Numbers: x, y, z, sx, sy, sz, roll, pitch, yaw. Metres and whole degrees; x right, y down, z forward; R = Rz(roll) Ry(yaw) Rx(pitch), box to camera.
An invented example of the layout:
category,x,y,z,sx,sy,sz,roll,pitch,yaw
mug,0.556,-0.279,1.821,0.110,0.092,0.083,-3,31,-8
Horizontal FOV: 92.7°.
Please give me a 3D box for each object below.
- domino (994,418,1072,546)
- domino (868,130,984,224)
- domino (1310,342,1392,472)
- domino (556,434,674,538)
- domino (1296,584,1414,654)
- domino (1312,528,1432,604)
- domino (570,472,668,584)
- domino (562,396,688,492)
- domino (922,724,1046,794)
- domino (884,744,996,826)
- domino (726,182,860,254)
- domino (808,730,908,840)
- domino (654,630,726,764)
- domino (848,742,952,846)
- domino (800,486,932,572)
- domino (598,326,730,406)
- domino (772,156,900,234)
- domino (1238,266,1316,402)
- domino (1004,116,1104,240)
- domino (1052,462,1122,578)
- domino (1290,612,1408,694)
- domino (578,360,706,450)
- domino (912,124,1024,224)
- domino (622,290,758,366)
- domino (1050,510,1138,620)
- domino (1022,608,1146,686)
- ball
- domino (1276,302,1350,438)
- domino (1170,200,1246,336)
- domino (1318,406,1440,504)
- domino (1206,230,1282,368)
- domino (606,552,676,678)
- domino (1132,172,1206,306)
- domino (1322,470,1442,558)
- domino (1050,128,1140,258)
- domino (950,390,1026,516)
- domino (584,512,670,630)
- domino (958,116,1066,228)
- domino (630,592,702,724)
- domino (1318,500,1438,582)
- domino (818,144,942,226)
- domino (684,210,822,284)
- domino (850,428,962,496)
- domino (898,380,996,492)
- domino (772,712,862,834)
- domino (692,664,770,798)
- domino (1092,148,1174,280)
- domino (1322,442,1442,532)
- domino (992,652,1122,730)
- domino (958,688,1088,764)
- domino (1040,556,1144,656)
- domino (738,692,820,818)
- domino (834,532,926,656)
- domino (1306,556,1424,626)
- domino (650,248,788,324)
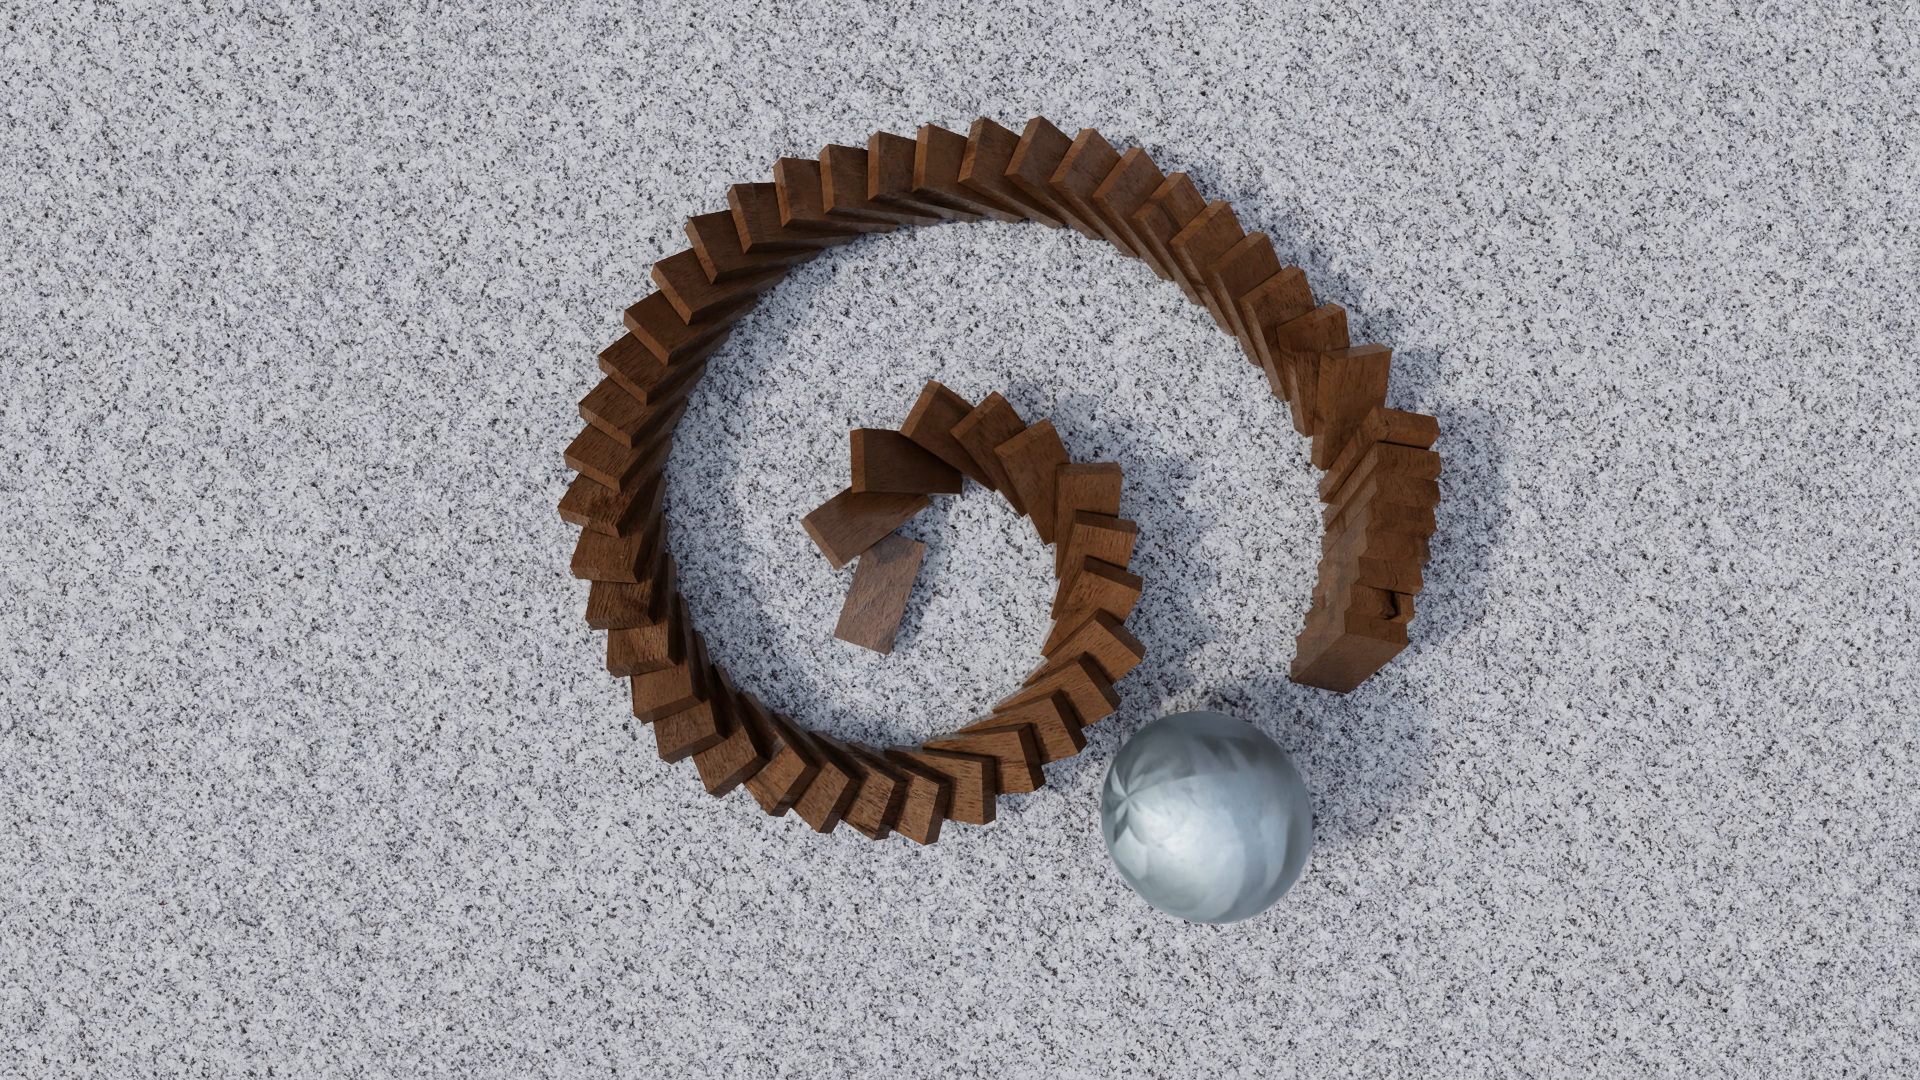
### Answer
category,x,y,z,sx,sy,sz,roll,pitch,yaw
domino,0.036,-0.023,0.381,0.025,0.009,0.050,-31,127,0
domino,-0.014,-0.151,0.383,0.050,0.009,0.025,0,90,-32
domino,0.163,-0.055,0.382,0.025,0.010,0.050,-10,122,-3
domino,-0.143,-0.027,0.382,0.025,0.009,0.050,18,57,1
domino,0.161,0.036,0.376,0.025,0.050,0.010,12,58,0
domino,0.168,0.015,0.376,0.025,0.050,0.009,9,57,0
domino,-0.142,-0.007,0.382,0.025,0.009,0.050,4,56,0
domino,-0.139,-0.046,0.382,0.025,0.010,0.050,26,57,1
domino,0.009,0.093,0.382,0.050,0.010,0.025,-16,90,35
domino,-0.009,0.101,0.382,0.050,0.010,0.025,-2,90,35
domino,-0.069,-0.135,0.382,0.050,0.009,0.025,-17,89,-33
domino,-0.047,0.101,0.382,0.050,0.009,0.025,21,90,34
domino,-0.116,0.065,0.382,0.025,0.010,0.050,-24,57,1
domino,-0.029,0.105,0.382,0.050,0.010,0.025,15,91,34
domino,-0.039,-0.012,0.384,0.050,0.010,0.025,-37,90,-29
domino,-0.123,-0.081,0.383,0.025,0.010,0.050,39,58,1
domino,-0.051,-0.143,0.383,0.050,0.009,0.025,-9,90,-33
domino,0.137,-0.086,0.383,0.025,0.010,0.050,-34,122,0
domino,0.045,-0.150,0.382,0.050,0.010,0.025,24,90,-33
domino,0.052,-0.008,0.382,0.025,0.010,0.050,-3,123,-2
domino,0.158,0.047,0.376,0.025,0.050,0.010,12,58,0
domino,-0.132,-0.063,0.382,0.025,0.010,0.050,32,58,1
domino,0.005,-0.152,0.383,0.050,0.009,0.025,5,90,-32
domino,-0.112,-0.096,0.383,0.025,0.009,0.050,44,58,0
domino,0.055,0.013,0.382,0.025,0.009,0.050,10,125,0
domino,0.051,0.053,0.382,0.025,0.009,0.050,41,125,0
ball,0.096,0.108,0.360,0.080,0.080,0.080,0,90,0
domino,0.150,-0.070,0.382,0.025,0.010,0.050,-25,123,0
domino,0.111,-0.113,0.383,0.025,0.009,0.050,-43,122,0
domino,0.171,-0.032,0.377,0.025,0.050,0.010,10,54,-2
domino,0.125,-0.100,0.383,0.025,0.010,0.050,-39,122,0
domino,-0.132,0.031,0.382,0.025,0.010,0.050,-11,57,0
domino,0.096,-0.125,0.383,0.025,0.010,0.050,-48,122,0
domino,0.172,-0.008,0.376,0.025,0.050,0.010,9,57,0
domino,0.063,-0.144,0.383,0.050,0.010,0.025,31,89,-32
domino,0.020,-0.035,0.382,0.025,0.009,0.050,-42,125,0
domino,-0.138,0.012,0.383,0.025,0.010,0.050,-4,57,0
domino,0.025,-0.152,0.383,0.050,0.009,0.025,13,90,-33
domino,-0.124,0.048,0.382,0.025,0.009,0.050,-20,57,0
domino,0.170,0.004,0.376,0.025,0.050,0.010,9,57,0
domino,-0.033,-0.147,0.383,0.050,0.009,0.025,-6,90,-33
domino,-0.085,-0.125,0.382,0.050,0.010,0.025,-26,90,-33
domino,-0.022,-0.032,0.380,0.050,0.010,0.025,-1,88,-40
domino,0.001,-0.043,0.381,0.050,0.009,0.025,30,90,-36
domino,-0.066,0.097,0.382,0.050,0.009,0.025,31,90,33
domino,-0.101,0.079,0.382,0.025,0.009,0.050,-37,56,0
domino,0.080,-0.135,0.383,0.050,0.010,0.025,37,90,-32
domino,0.172,-0.019,0.376,0.025,0.050,0.009,9,57,0
domino,0.040,0.069,0.382,0.050,0.010,0.025,-37,90,34
domino,0.026,0.082,0.382,0.050,0.009,0.025,-27,90,34
domino,0.054,0.032,0.381,0.025,0.009,0.050,21,127,0
domino,-0.083,0.089,0.382,0.050,0.009,0.025,37,90,34
domino,-0.034,0.022,0.395,0.025,0.010,0.050,19,90,0
domino,0.165,0.026,0.376,0.025,0.050,0.009,10,57,0
domino,-0.100,-0.111,0.382,0.050,0.009,0.025,-37,90,-33
